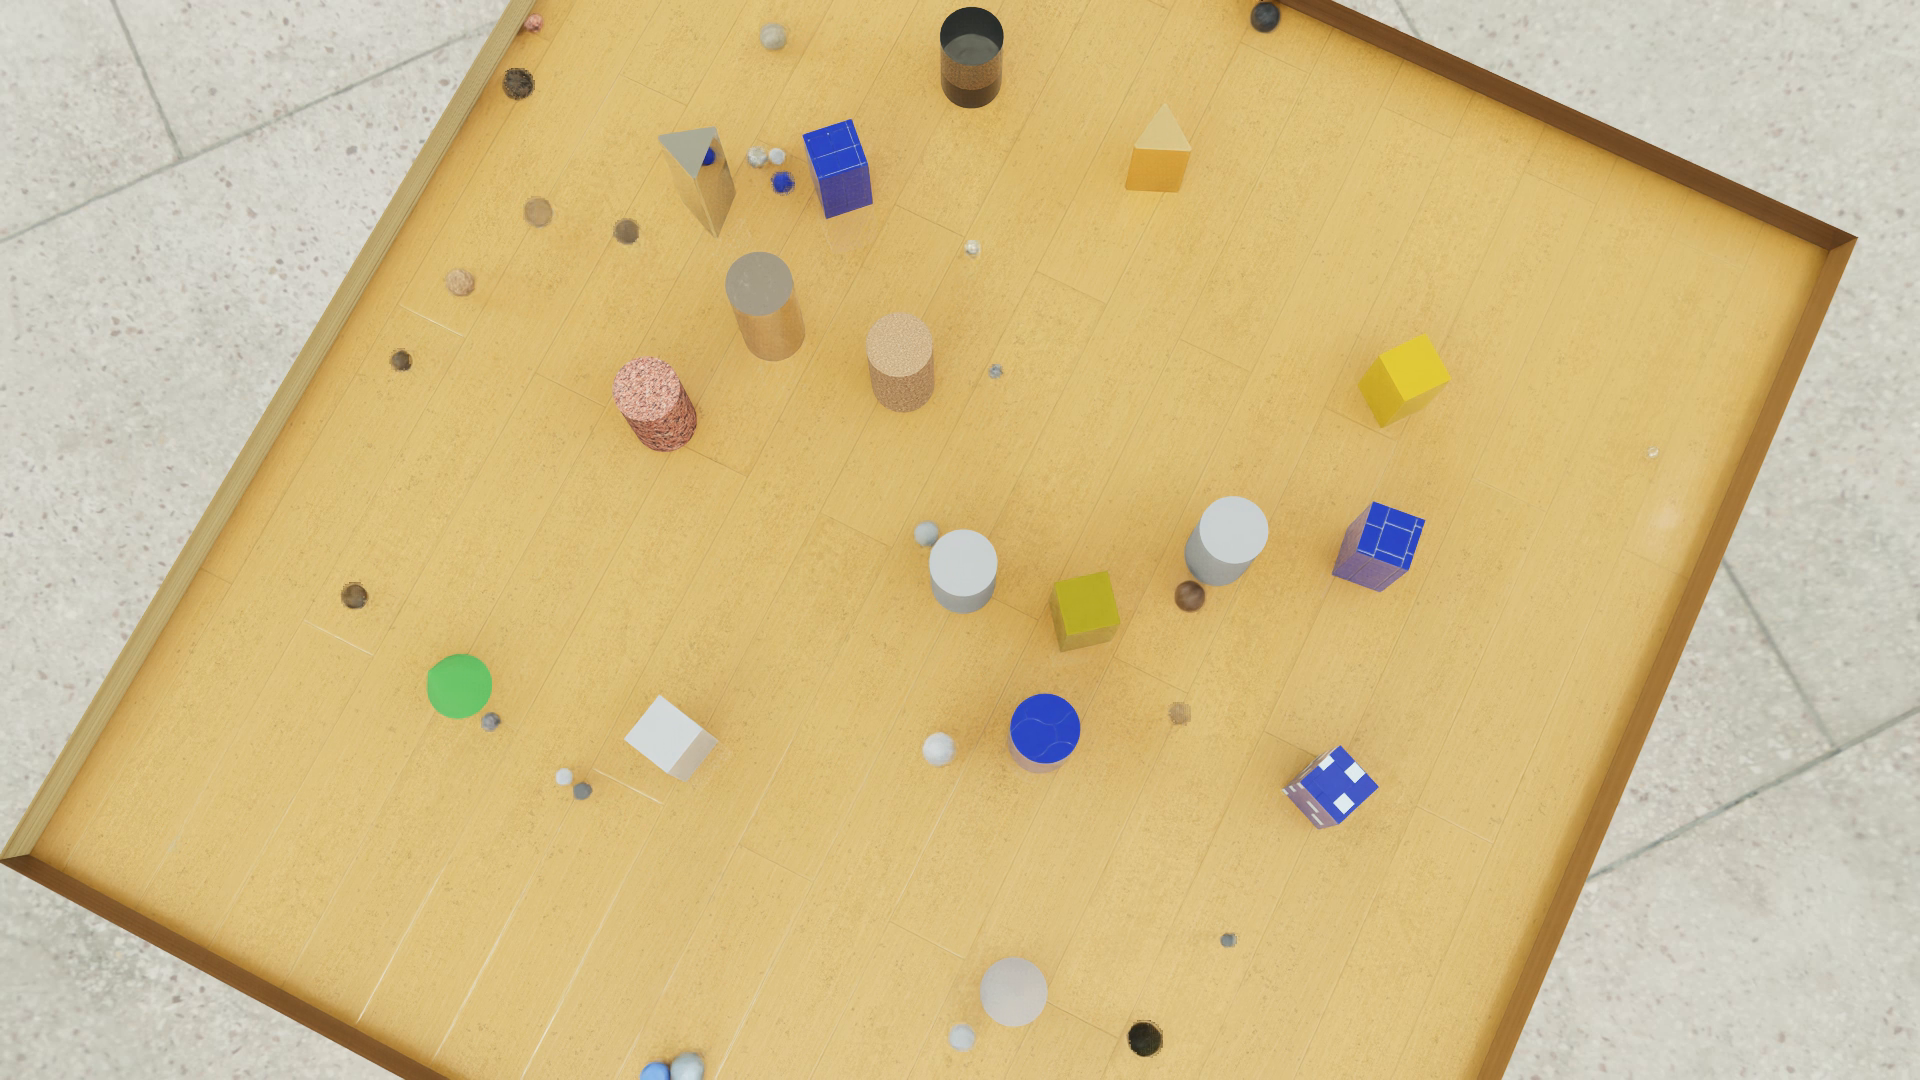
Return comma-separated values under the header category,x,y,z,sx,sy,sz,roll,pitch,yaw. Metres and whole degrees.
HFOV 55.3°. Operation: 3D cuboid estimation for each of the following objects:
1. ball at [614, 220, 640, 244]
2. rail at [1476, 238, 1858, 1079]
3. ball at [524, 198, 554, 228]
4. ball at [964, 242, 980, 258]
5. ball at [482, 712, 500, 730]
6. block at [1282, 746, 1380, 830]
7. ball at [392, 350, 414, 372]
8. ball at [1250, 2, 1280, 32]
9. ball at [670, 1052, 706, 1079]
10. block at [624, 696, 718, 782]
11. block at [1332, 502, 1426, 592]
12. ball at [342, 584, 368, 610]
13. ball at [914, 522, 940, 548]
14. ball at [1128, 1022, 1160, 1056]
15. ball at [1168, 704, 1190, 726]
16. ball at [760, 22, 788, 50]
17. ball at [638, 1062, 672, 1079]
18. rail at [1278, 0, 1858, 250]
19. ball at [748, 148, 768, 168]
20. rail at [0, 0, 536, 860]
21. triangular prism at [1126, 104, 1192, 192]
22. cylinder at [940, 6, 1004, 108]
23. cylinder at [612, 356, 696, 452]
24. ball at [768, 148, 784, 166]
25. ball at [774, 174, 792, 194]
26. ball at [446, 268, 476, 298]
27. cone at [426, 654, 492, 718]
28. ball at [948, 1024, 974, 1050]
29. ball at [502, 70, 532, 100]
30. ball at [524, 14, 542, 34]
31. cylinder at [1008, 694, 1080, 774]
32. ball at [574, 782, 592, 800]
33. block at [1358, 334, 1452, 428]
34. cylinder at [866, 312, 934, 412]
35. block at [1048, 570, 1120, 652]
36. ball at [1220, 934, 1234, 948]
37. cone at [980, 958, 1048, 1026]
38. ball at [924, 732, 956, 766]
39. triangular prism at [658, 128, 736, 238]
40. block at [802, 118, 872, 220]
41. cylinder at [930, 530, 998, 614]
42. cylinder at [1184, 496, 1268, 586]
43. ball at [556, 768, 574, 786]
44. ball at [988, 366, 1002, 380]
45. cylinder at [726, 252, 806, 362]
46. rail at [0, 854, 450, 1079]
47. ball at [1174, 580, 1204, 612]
category,x,y,z,sx,sy,sz,roll,pitch,yaw
ball,-1.049,-0.969,5.778,0.076,0.076,0.076,0,78,0
rail,1.827,0.901,5.364,0.045,0.128,4.196,26,80,5
ball,-1.329,-1.032,5.783,0.093,0.093,0.093,0,78,0
ball,0.038,-0.915,5.780,0.052,0.052,0.052,0,78,0
ball,-1.401,0.542,5.477,0.054,0.054,0.054,0,78,0
block,1.070,0.720,5.312,0.158,0.305,0.158,-41,81,-8
ball,-1.734,-0.556,5.699,0.065,0.065,0.065,0,78,0
ball,0.984,-1.687,5.916,0.098,0.098,0.098,0,78,0
ball,-0.780,1.518,5.252,0.099,0.099,0.099,0,78,0
block,-0.832,0.580,5.316,0.158,0.353,0.158,37,81,7
block,1.235,0.024,5.428,0.158,0.360,0.158,20,79,4
ball,-1.829,0.173,5.542,0.075,0.075,0.075,0,78,0
ball,-0.102,-0.017,5.581,0.076,0.076,0.076,0,78,0
ball,0.529,1.436,5.270,0.097,0.097,0.097,0,78,0
ball,0.655,0.522,5.477,0.062,0.062,0.062,0,78,0
ball,-0.600,-1.624,5.908,0.087,0.087,0.087,0,78,0
ball,-0.873,1.543,5.250,0.092,0.092,0.092,0,78,0
rail,0.928,-1.810,5.925,4.132,0.128,0.045,26,80,5
ball,-0.644,-1.215,5.835,0.065,0.065,0.065,0,78,0
rail,-1.827,-0.888,5.734,0.045,0.128,4.196,26,80,5
triangular prism,0.618,-1.221,5.704,0.171,0.323,0.148,4,78,1
cylinder,0.036,-1.517,5.776,0.197,0.302,0.197,0,78,0
cylinder,-0.915,-0.405,5.519,0.197,0.356,0.197,0,78,0
ball,-0.585,-1.223,5.842,0.054,0.054,0.054,0,78,0
ball,-0.562,-1.132,5.820,0.061,0.061,0.061,0,78,0
ball,-1.562,-0.805,5.738,0.088,0.088,0.088,0,78,0
cone,-1.509,0.406,5.360,0.197,0.338,0.197,0,78,0
ball,0.005,1.433,5.281,0.076,0.076,0.076,0,78,0
ball,-1.419,-1.458,5.870,0.094,0.094,0.094,0,78,0
ball,-1.381,-1.671,5.932,0.060,0.060,0.060,0,78,0
cylinder,0.240,0.565,5.318,0.197,0.356,0.197,0,78,0
ball,-1.118,0.745,5.436,0.052,0.052,0.052,0,78,0
block,1.345,-0.480,5.561,0.158,0.303,0.158,-26,79,-5
cylinder,-0.177,-0.531,5.532,0.197,0.382,0.197,0,78,0
block,0.364,0.214,5.398,0.158,0.342,0.158,-12,79,-3
ball,0.780,1.170,5.353,0.041,0.041,0.041,0,78,0
cone,0.157,1.285,5.186,0.197,0.322,0.197,0,78,0
ball,-0.060,0.620,5.438,0.099,0.099,0.099,0,78,0
triangular prism,-0.772,-1.114,5.600,0.148,0.485,0.171,-40,81,-8
block,-0.378,-1.150,5.696,0.158,0.310,0.158,-19,79,-4
cylinder,0.010,0.097,5.440,0.197,0.307,0.197,0,78,0
cylinder,0.785,0.008,5.428,0.197,0.366,0.197,0,78,0
ball,-1.174,0.703,5.445,0.051,0.051,0.051,0,78,0
ball,0.110,-0.521,5.704,0.040,0.040,0.040,0,78,0
cylinder,-0.584,-0.700,5.536,0.197,0.442,0.197,0,78,0
rail,-0.928,1.823,5.173,4.132,0.128,0.045,26,80,5
ball,0.692,0.170,5.534,0.094,0.094,0.094,0,78,0
